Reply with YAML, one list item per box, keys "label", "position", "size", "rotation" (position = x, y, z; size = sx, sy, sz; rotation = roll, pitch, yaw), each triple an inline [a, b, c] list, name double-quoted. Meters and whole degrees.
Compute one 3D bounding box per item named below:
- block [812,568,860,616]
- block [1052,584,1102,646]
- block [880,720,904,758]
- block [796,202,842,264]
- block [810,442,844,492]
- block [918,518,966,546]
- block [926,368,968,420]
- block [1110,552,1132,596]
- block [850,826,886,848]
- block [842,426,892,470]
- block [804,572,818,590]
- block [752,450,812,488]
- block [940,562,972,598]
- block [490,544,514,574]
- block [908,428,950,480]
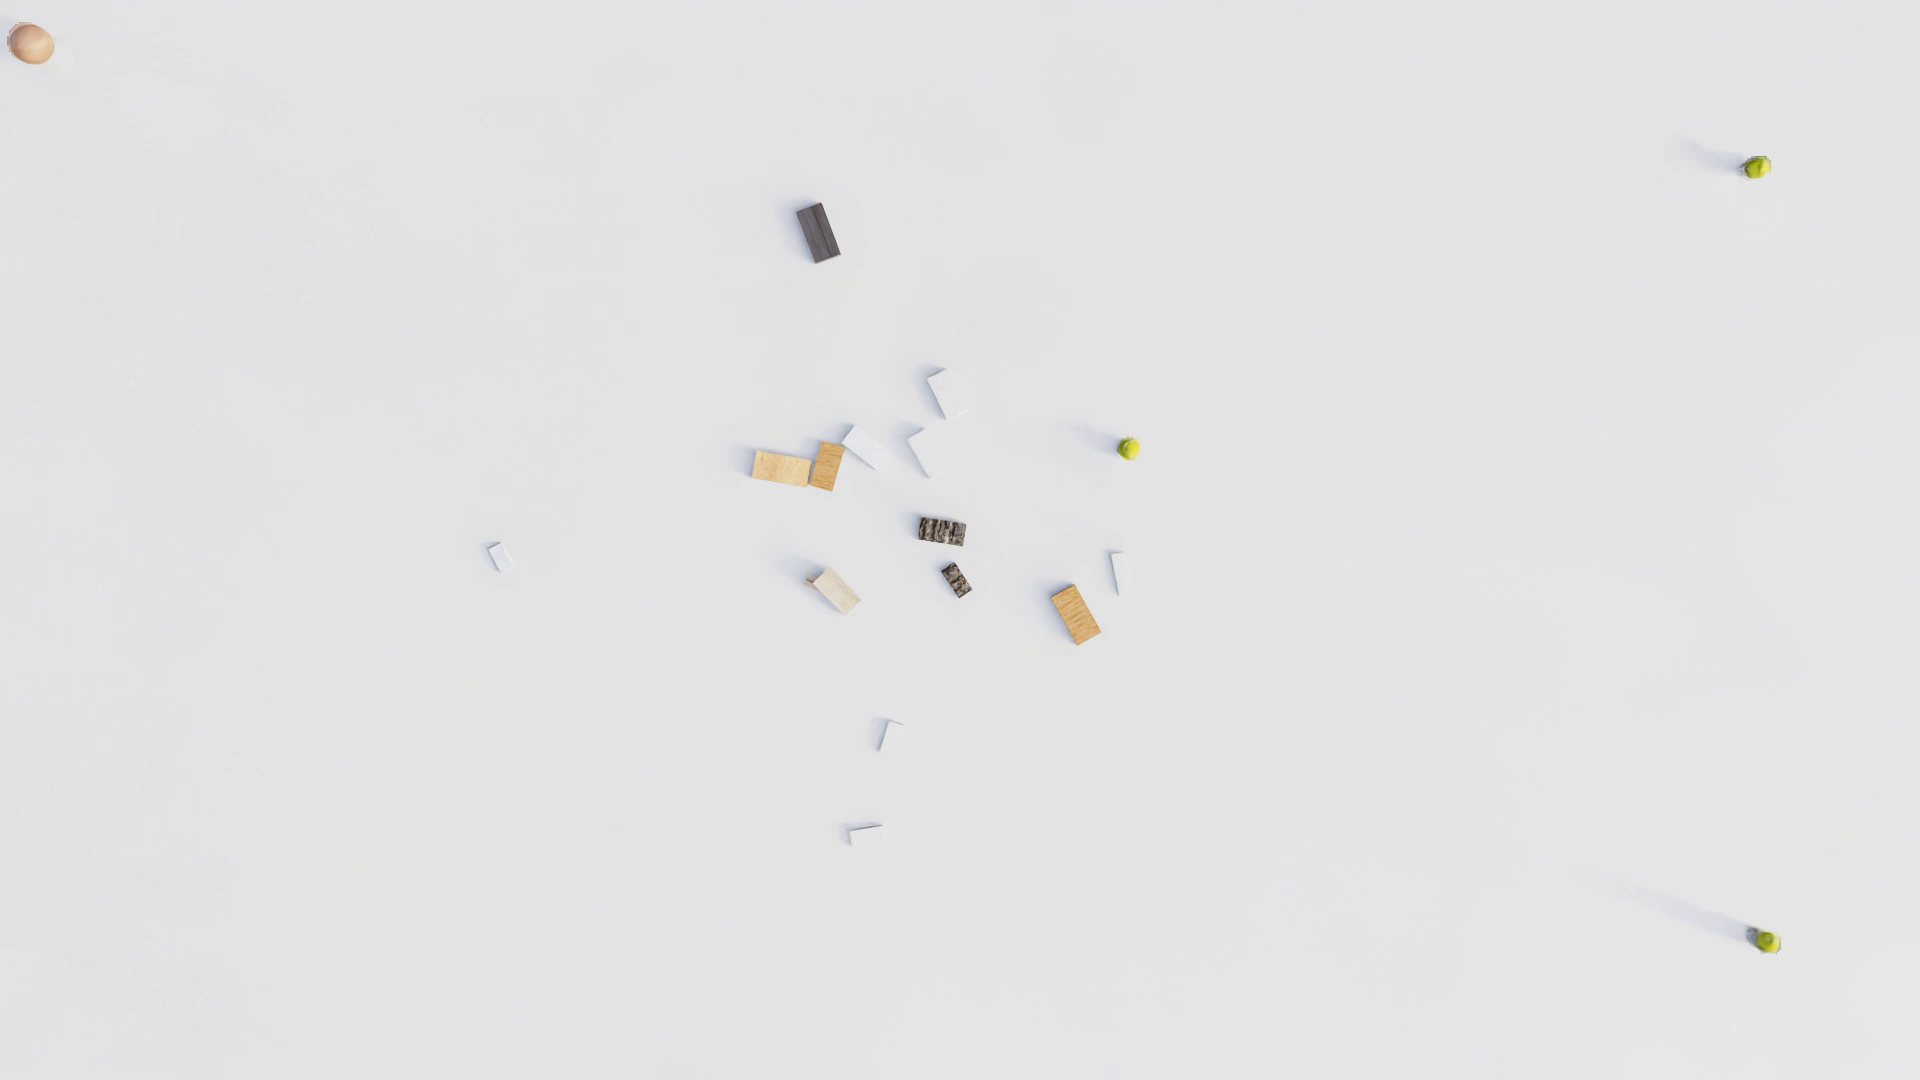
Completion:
- label: "block"
  position: [-0.408, 0.171, 5.479]
  size: [0.076, 0.022, 0.153]
  rotation: [-44, 96, -3]
- label: "block"
  position: [0.387, 0.249, 5.487]
  size: [0.091, 0.026, 0.183]
  rotation: [-29, 90, 0]
- label: "block"
  position: [-0.225, 0.663, 5.492]
  size: [0.055, 0.016, 0.111]
  rotation: [17, 90, 0]
- label: "block"
  position: [-0.470, -1.020, 5.487]
  size: [0.091, 0.026, 0.183]
  rotation: [-21, 90, 0]
- label: "block"
  position: [-0.442, -0.244, 5.489]
  size: [0.076, 0.022, 0.153]
  rotation: [16, 90, 0]
- label: "block"
  position: [-0.059, -0.027, 5.489]
  size: [0.153, 0.022, 0.077]
  rotation: [9, 90, 0]
- label: "block"
  position: [-0.042, -0.483, 5.489]
  size: [0.077, 0.022, 0.153]
  rotation: [-26, 90, 0]
- label: "block"
  position: [0.539, 0.112, 5.494]
  size: [0.045, 0.013, 0.139]
  rotation: [-11, 90, 0]
- label: "block"
  position: [-0.308, 0.987, 5.492]
  size: [0.111, 0.016, 0.055]
  rotation: [-10, 90, 0]
- label: "block"
  position: [-0.310, -0.306, 5.489]
  size: [0.153, 0.022, 0.077]
  rotation: [38, 90, 0]
- label: "block"
  position: [-0.468, 0.144, 5.494]
  size: [0.091, 0.013, 0.045]
  rotation: [18, 90, 0]
- label: "block"
  position: [-0.593, -0.235, 5.487]
  size: [0.183, 0.026, 0.091]
  rotation: [10, 90, 0]
- label: "block"
  position: [-0.011, 0.134, 5.492]
  size: [0.055, 0.016, 0.111]
  rotation: [-34, 90, 0]
- label: "block"
  position: [-1.527, 0.061, 5.494]
  size: [0.045, 0.013, 0.091]
  rotation: [-28, 90, 0]
- label: "block"
  position: [-0.104, -0.287, 5.489]
  size: [0.076, 0.022, 0.153]
  rotation: [-30, 90, 0]
